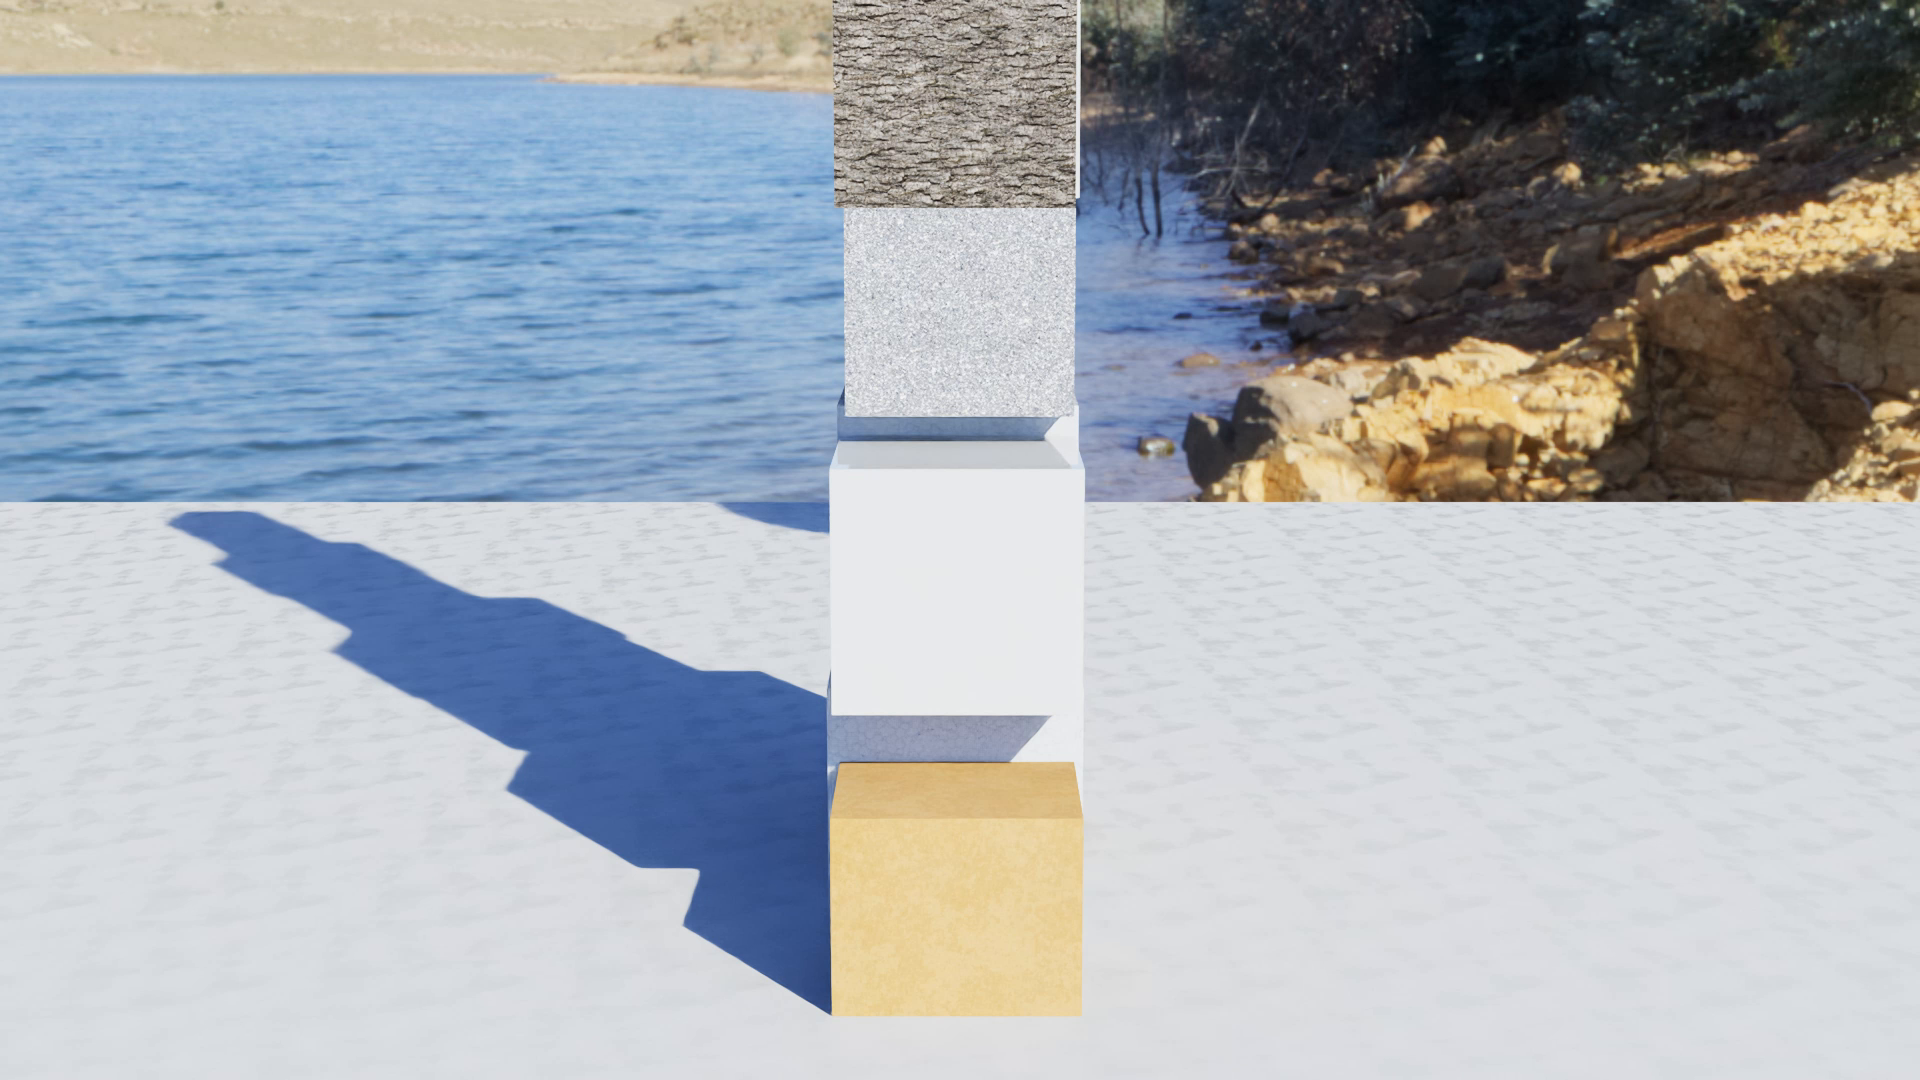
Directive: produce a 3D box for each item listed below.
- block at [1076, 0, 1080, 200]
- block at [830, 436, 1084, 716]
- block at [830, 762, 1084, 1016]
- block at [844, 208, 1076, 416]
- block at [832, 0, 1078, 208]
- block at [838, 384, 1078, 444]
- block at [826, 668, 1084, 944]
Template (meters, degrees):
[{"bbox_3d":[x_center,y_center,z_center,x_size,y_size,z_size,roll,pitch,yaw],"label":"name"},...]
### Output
[{"bbox_3d":[0.012,-1.932,11.264,0.987,0.890,0.897,0,5,0],"label":"block"},{"bbox_3d":[-0.011,0.121,10.212,0.964,0.955,0.911,0,10,0],"label":"block"},{"bbox_3d":[-0.012,1.345,10.005,0.943,0.774,0.802,0,10,0],"label":"block"},{"bbox_3d":[-0.001,-0.970,10.549,0.912,0.826,0.818,0,10,0],"label":"block"},{"bbox_3d":[-0.020,-1.815,10.390,0.947,0.893,0.789,0,10,0],"label":"block"},{"bbox_3d":[-0.009,-0.119,11.191,0.995,1.078,1.081,0,10,0],"label":"block"},{"bbox_3d":[-0.019,1.036,10.858,1.031,1.077,0.968,0,10,0],"label":"block"}]
